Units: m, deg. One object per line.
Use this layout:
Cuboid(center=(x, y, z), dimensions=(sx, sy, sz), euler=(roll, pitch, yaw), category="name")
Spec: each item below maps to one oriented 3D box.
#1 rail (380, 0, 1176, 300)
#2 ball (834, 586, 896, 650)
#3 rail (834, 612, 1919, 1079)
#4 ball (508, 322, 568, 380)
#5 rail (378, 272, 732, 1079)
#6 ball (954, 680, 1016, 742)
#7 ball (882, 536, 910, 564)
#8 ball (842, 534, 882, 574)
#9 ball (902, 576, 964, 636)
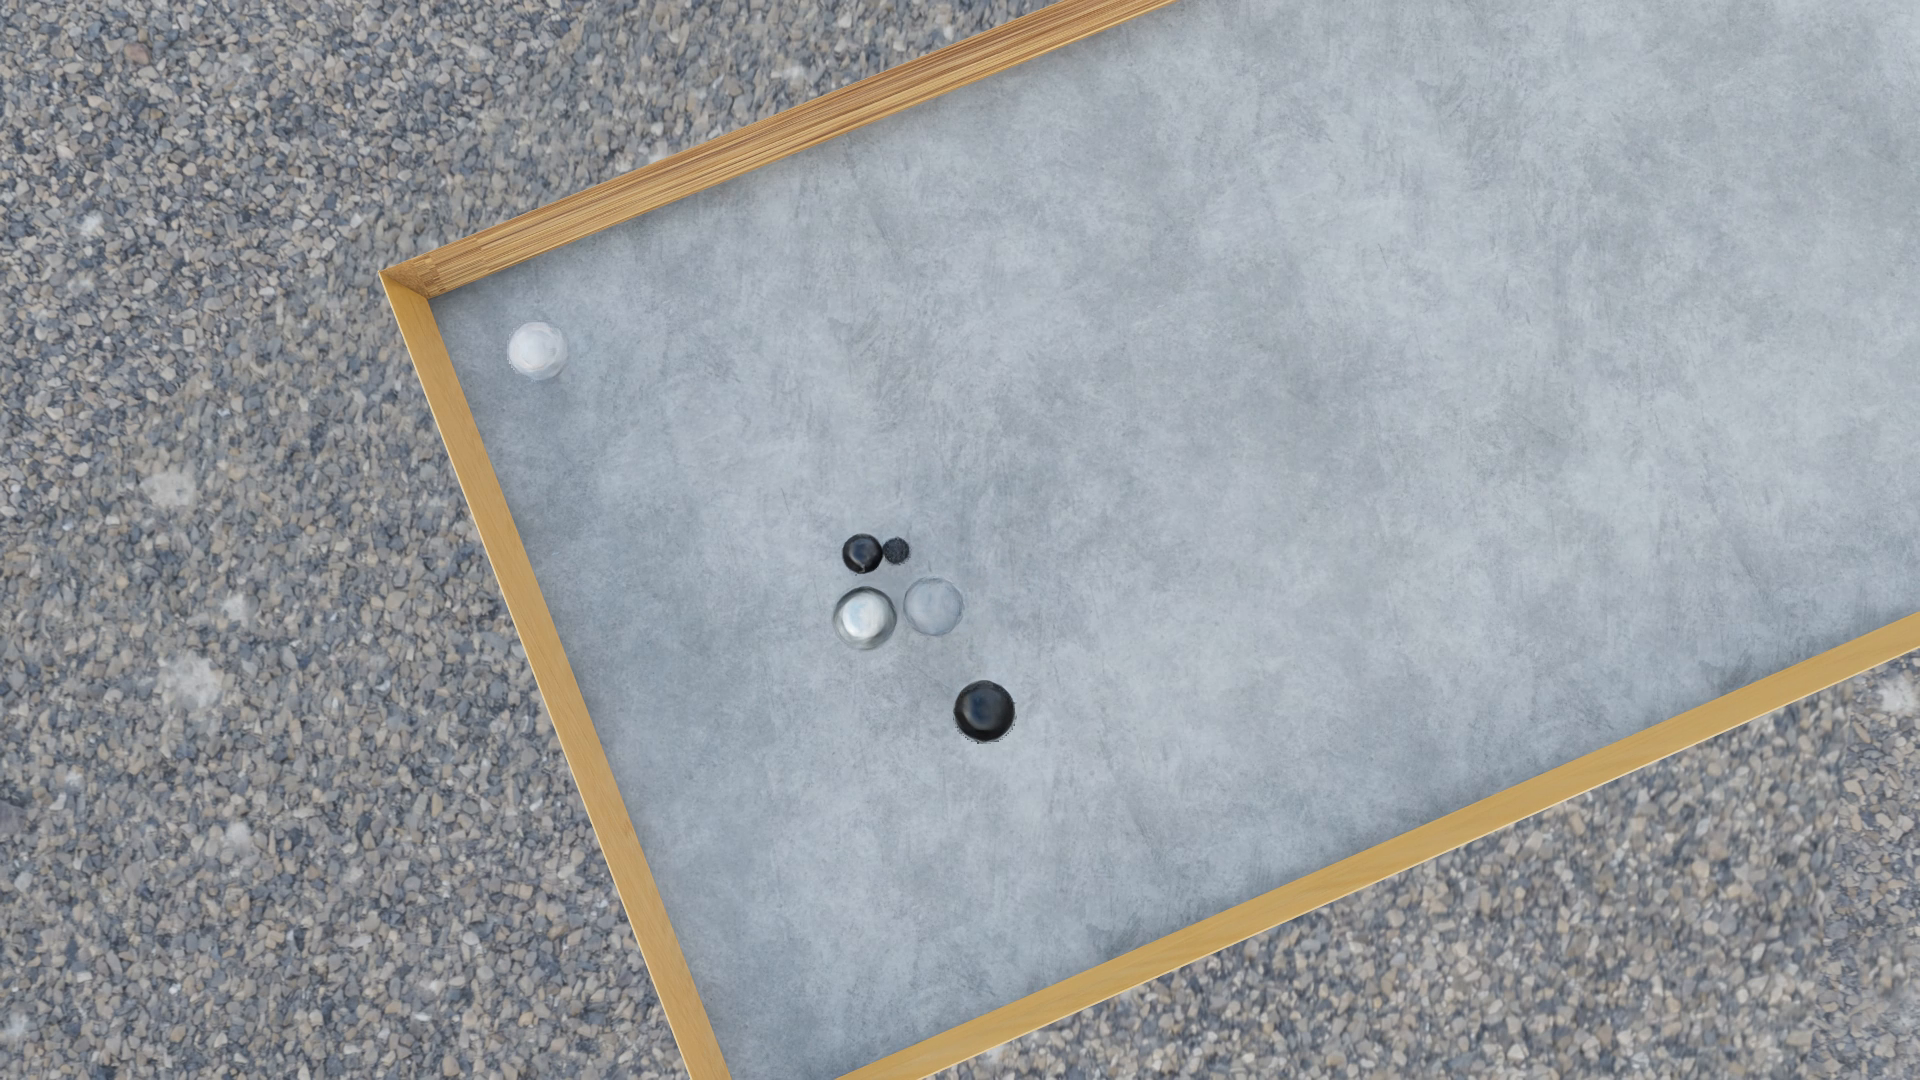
Cuboid(center=(0.336, -0.863, 3.428), dimensions=(2.594, 0.122, 0.045), euler=(-22, 80, -4), category="rail")
Cuboid(center=(-0.141, 0.116, 3.257), dimensions=(0.094, 0.094, 0.094), euler=(0, 79, 0), category="ball")
Cuboid(center=(0.860, 0.359, 3.196), dimensions=(2.594, 0.122, 0.045), euler=(-22, 80, -4), category="rail")
Cuboid(center=(-0.640, -0.288, 3.337), dimensions=(0.088, 0.088, 0.088), euler=(0, 79, 0), category="ball")
Cuboid(center=(-0.576, 0.234, 3.220), dimensions=(0.045, 0.122, 1.397), euler=(-22, 80, -4), category="rail")
Cuboid(center=(0.036, 0.251, 3.233), dimensions=(0.090, 0.090, 0.090), euler=(0, 79, 0), category="ball")
Cuboid(center=(-0.096, 0.015, 3.304), dimensions=(0.040, 0.040, 0.040), euler=(0, 79, 0), category="ball")
Cuboid(center=(-0.146, 0.020, 3.292), dimensions=(0.061, 0.061, 0.061), euler=(0, 79, 0), category="ball")
Cuboid(center=(-0.039, 0.098, 3.262), dimensions=(0.091, 0.091, 0.091), euler=(0, 79, 0), category="ball")
